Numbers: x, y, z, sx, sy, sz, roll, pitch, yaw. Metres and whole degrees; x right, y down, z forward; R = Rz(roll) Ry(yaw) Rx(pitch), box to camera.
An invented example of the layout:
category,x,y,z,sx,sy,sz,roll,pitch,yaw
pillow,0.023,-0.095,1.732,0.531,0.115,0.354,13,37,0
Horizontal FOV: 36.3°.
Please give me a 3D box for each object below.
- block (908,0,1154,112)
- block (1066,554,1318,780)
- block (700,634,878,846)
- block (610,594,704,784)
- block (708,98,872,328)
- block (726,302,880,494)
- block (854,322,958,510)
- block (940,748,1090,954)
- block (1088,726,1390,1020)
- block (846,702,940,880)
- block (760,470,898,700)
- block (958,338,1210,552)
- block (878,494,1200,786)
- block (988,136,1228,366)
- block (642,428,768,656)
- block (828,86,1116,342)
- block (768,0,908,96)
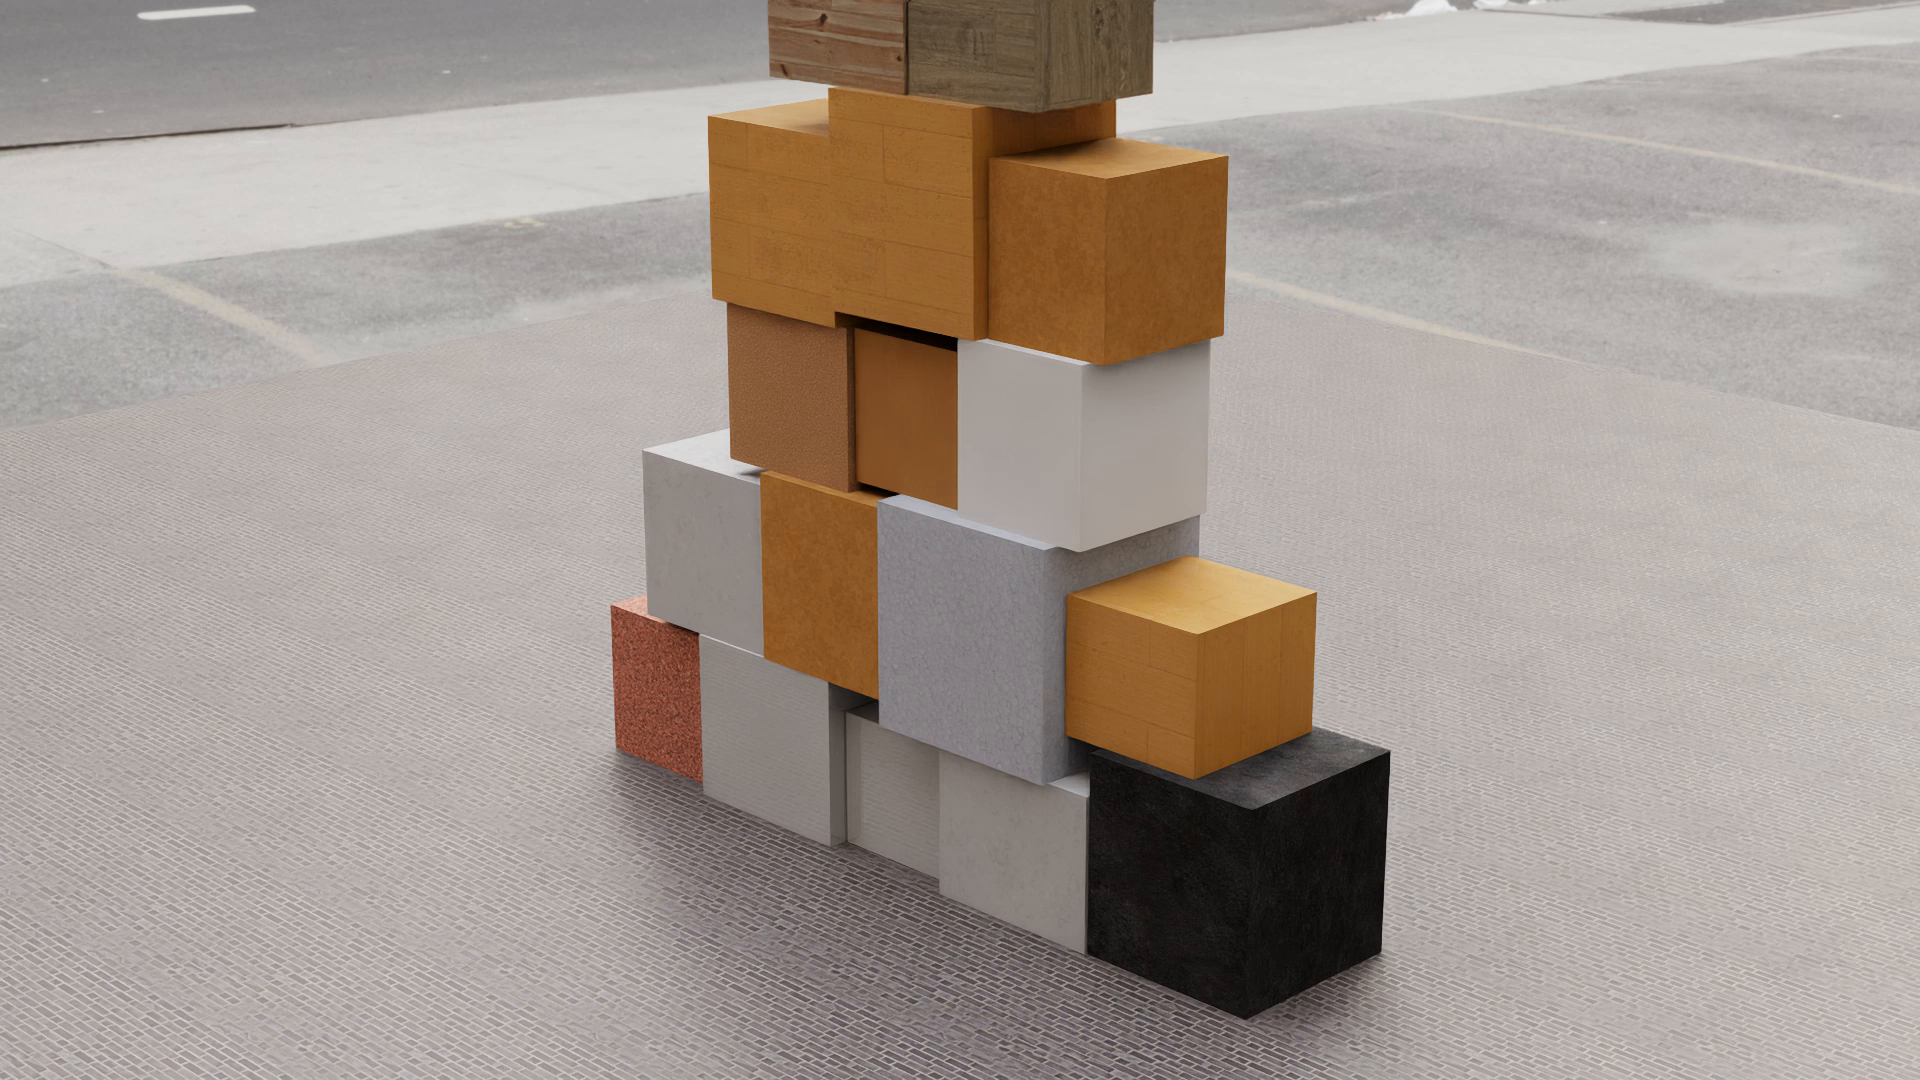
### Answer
category,x,y,z,sx,sy,sz,roll,pitch,yaw
block,0.297,-2.274,12.319,0.725,0.803,0.738,-17,23,-42
block,0.982,0.527,12.498,0.778,0.635,0.725,-17,24,-42
block,-0.617,0.853,14.249,0.895,0.828,0.919,-17,24,-42
block,-1.212,0.694,14.847,0.762,0.773,0.777,-17,24,-42
block,-0.546,-1.524,13.445,0.861,0.848,0.837,-17,24,-42
block,-0.514,-0.742,13.641,0.782,0.761,0.813,-17,24,-42
block,0.025,-0.603,13.109,0.688,0.708,0.707,-17,24,-42
block,0.537,1.251,13.144,0.892,0.730,0.888,-17,24,-42
block,1.186,1.340,12.526,0.916,0.933,0.882,-17,24,-42
block,-0.030,1.113,13.715,0.692,0.653,0.721,-17,24,-42
block,-0.311,0.116,13.697,0.906,0.910,0.825,-17,24,-42
block,0.531,-0.492,12.602,0.811,0.801,0.719,-17,24,-42
block,0.346,0.335,13.075,0.999,1.060,1.015,-17,24,-42
block,0.620,-1.228,12.322,0.755,0.770,0.662,-17,24,-42
block,-0.922,-0.034,14.288,0.861,0.841,0.880,-17,24,-42
block,0.058,-1.489,12.813,0.887,0.983,0.876,-17,23,-42
block,-0.269,-2.395,12.885,0.778,0.714,0.859,-17,23,-42
